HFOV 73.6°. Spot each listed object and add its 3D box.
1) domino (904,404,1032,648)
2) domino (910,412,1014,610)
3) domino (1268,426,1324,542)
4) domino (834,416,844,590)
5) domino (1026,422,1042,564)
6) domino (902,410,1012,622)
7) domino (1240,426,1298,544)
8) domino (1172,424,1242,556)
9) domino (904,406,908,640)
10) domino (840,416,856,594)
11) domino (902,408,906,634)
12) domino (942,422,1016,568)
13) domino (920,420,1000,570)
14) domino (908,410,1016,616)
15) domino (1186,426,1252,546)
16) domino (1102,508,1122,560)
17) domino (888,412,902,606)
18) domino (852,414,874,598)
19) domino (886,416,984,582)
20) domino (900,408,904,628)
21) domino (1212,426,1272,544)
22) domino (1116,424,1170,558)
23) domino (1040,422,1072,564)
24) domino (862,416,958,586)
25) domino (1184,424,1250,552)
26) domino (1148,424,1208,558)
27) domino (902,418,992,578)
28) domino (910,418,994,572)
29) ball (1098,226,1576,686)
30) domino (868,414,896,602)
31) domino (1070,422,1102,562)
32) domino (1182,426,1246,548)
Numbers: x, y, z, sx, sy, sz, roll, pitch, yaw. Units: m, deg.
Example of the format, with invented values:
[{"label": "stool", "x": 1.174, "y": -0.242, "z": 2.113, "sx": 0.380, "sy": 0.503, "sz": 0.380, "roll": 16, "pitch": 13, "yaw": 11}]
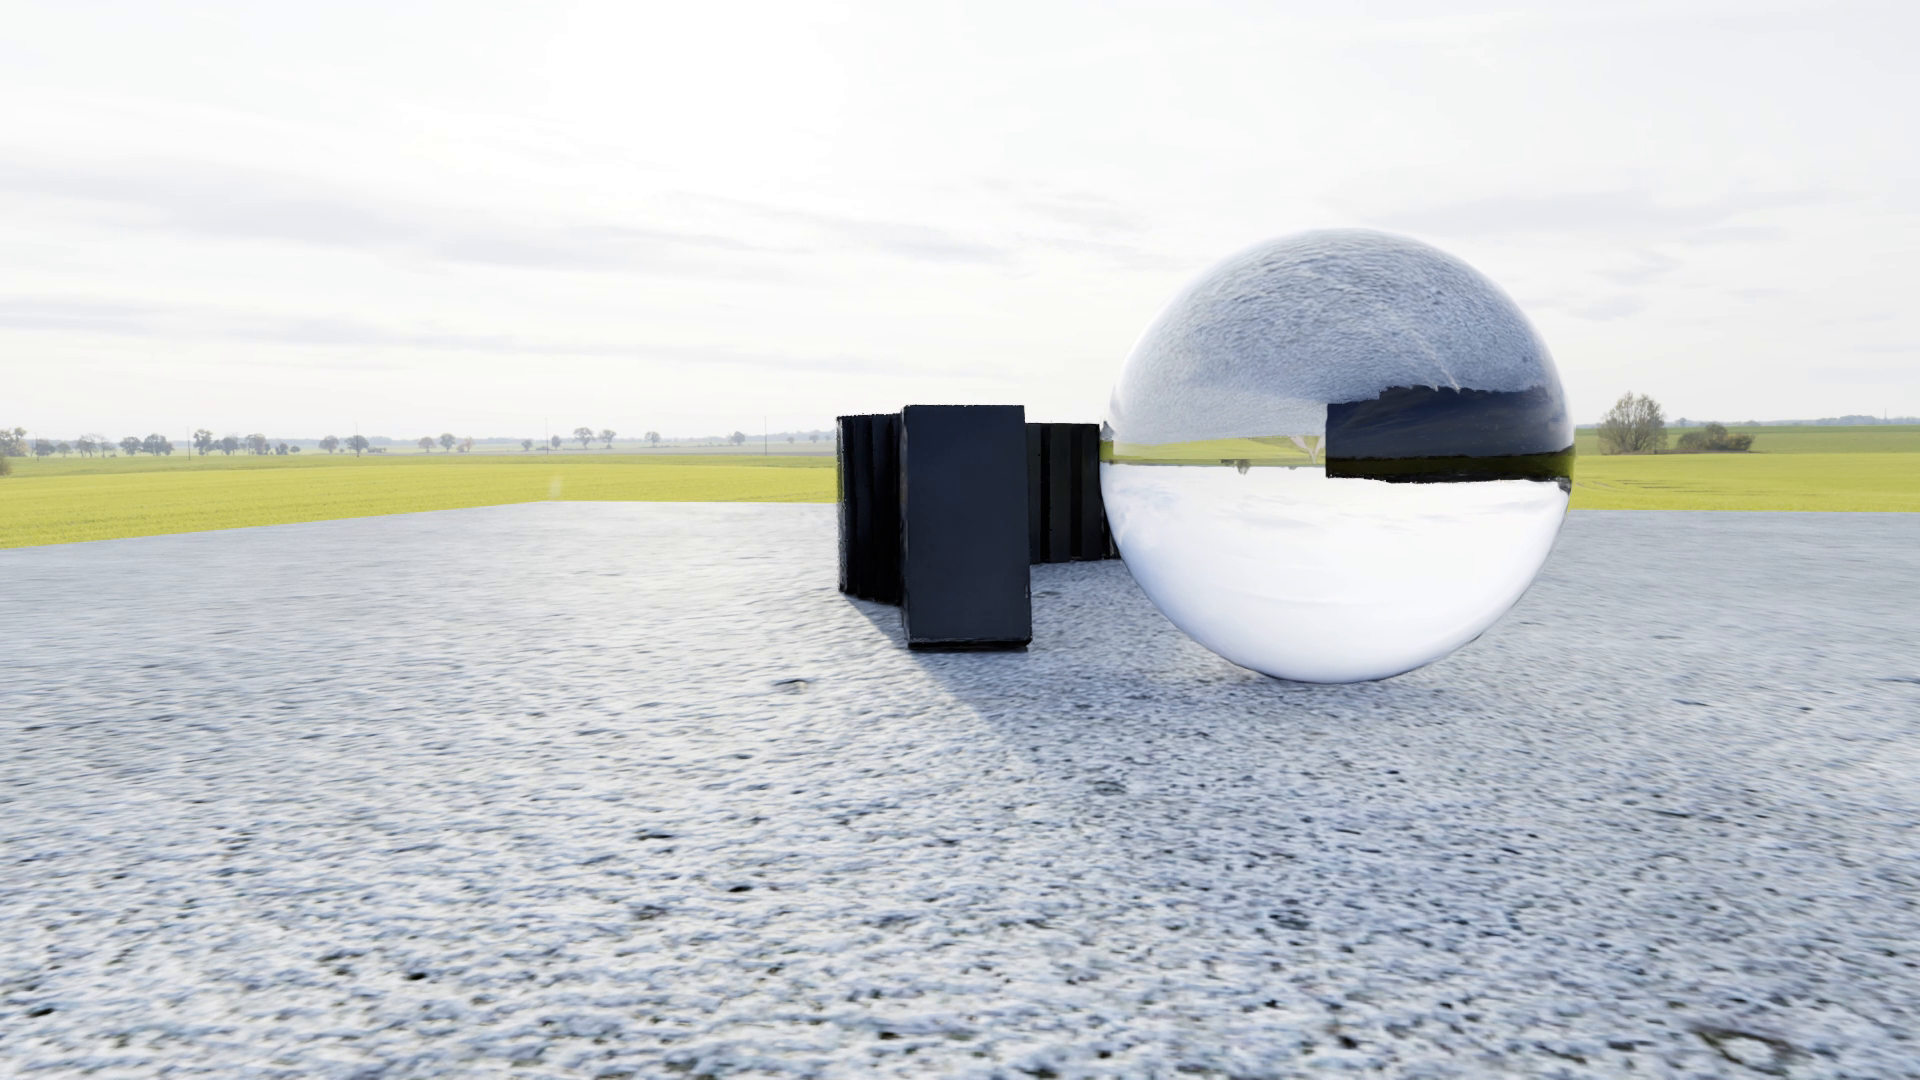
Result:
[{"label": "domino", "x": 0.001, "y": -0.003, "z": 0.269, "sx": 0.025, "sy": 0.050, "sz": 0.009, "roll": 0, "pitch": -11, "yaw": -4}, {"label": "domino", "x": 0.000, "y": -0.007, "z": 0.329, "sx": 0.025, "sy": 0.050, "sz": 0.009, "roll": 0, "pitch": -12, "yaw": -4}, {"label": "domino", "x": 0.148, "y": -0.025, "z": 0.567, "sx": 0.009, "sy": 0.050, "sz": 0.025, "roll": -2, "pitch": 5, "yaw": -25}, {"label": "domino", "x": -0.024, "y": -0.011, "z": 0.376, "sx": 0.025, "sy": 0.050, "sz": 0.010, "roll": -1, "pitch": -12, "yaw": -8}, {"label": "domino", "x": 0.017, "y": -0.017, "z": 0.459, "sx": 0.010, "sy": 0.050, "sz": 0.025, "roll": -4, "pitch": 6, "yaw": -41}, {"label": "domino", "x": -0.001, "y": -0.006, "z": 0.309, "sx": 0.025, "sy": 0.050, "sz": 0.010, "roll": 0, "pitch": -11, "yaw": -4}, {"label": "domino", "x": 0.135, "y": -0.024, "z": 0.560, "sx": 0.009, "sy": 0.050, "sz": 0.025, "roll": -2, "pitch": 5, "yaw": -26}, {"label": "domino", "x": 0.097, "y": -0.020, "z": 0.500, "sx": 0.025, "sy": 0.050, "sz": 0.010, "roll": 4, "pitch": 6, "yaw": 45}, {"label": "domino", "x": 0.001, "y": -0.004, "z": 0.279, "sx": 0.025, "sy": 0.050, "sz": 0.010, "roll": 0, "pitch": -11, "yaw": -4}, {"label": "domino", "x": -0.021, "y": -0.010, "z": 0.366, "sx": 0.025, "sy": 0.050, "sz": 0.009, "roll": -1, "pitch": -12, "yaw": -10}, {"label": "domino", "x": 0.000, "y": -0.004, "z": 0.289, "sx": 0.025, "sy": 0.050, "sz": 0.010, "roll": 0, "pitch": -11, "yaw": -4}, {"label": "domino", "x": 0.006, "y": -0.016, "z": 0.448, "sx": 0.025, "sy": 0.050, "sz": 0.010, "roll": 3, "pitch": 5, "yaw": 36}, {"label": "domino", "x": 0.000, "y": -0.015, "z": 0.435, "sx": 0.025, "sy": 0.050, "sz": 0.010, "roll": 1, "pitch": 3, "yaw": 15}, {"label": "domino", "x": 0.000, "y": -0.007, "z": 0.318, "sx": 0.025, "sy": 0.050, "sz": 0.009, "roll": 0, "pitch": -11, "yaw": -4}, {"label": "domino", "x": 0.110, "y": -0.023, "z": 0.543, "sx": 0.025, "sy": 0.050, "sz": 0.009, "roll": 3, "pitch": 5, "yaw": 37}, {"label": "domino", "x": 0.055, "y": -0.019, "z": 0.483, "sx": 0.009, "sy": 0.050, "sz": 0.025, "roll": -2, "pitch": 5, "yaw": -21}, {"label": "domino", "x": -0.005, "y": -0.008, "z": 0.339, "sx": 0.025, "sy": 0.050, "sz": 0.009, "roll": -1, "pitch": -12, "yaw": -10}, {"label": "domino", "x": -0.017, "y": -0.010, "z": 0.357, "sx": 0.025, "sy": 0.050, "sz": 0.009, "roll": -1, "pitch": -12, "yaw": -10}, {"label": "domino", "x": -0.008, "y": -0.013, "z": 0.398, "sx": 0.025, "sy": 0.050, "sz": 0.010, "roll": 1, "pitch": -11, "yaw": 17}, {"label": "domino", "x": -0.001, "y": -0.005, "z": 0.299, "sx": 0.025, "sy": 0.050, "sz": 0.010, "roll": 0, "pitch": -11, "yaw": -4}, {"label": "domino", "x": 0.121, "y": -0.024, "z": 0.553, "sx": 0.009, "sy": 0.050, "sz": 0.025, "roll": -3, "pitch": 5, "yaw": -32}, {"label": "domino", "x": 0.069, "y": -0.019, "z": 0.488, "sx": 0.010, "sy": 0.050, "sz": 0.025, "roll": -1, "pitch": 5, "yaw": -19}, {"label": "domino", "x": 0.029, "y": -0.018, "z": 0.468, "sx": 0.010, "sy": 0.050, "sz": 0.025, "roll": -3, "pitch": 5, "yaw": -34}, {"label": "domino", "x": -0.015, "y": -0.012, "z": 0.389, "sx": 0.025, "sy": 0.050, "sz": 0.009, "roll": 1, "pitch": -11, "yaw": 12}, {"label": "domino", "x": 0.103, "y": -0.021, "z": 0.515, "sx": 0.025, "sy": 0.050, "sz": 0.010, "roll": 1, "pitch": 4, "yaw": 14}, {"label": "domino", "x": 0.084, "y": -0.019, "z": 0.493, "sx": 0.009, "sy": 0.050, "sz": 0.025, "roll": -2, "pitch": 5, "yaw": -24}, {"label": "domino", "x": -0.004, "y": -0.014, "z": 0.409, "sx": 0.025, "sy": 0.050, "sz": 0.010, "roll": 1, "pitch": -8, "yaw": 12}, {"label": "domino", "x": -0.002, "y": -0.014, "z": 0.422, "sx": 0.025, "sy": 0.050, "sz": 0.009, "roll": 1, "pitch": -2, "yaw": 10}, {"label": "ball", "x": 0.065, "y": -0.015, "z": 0.227, "sx": 0.080, "sy": 0.080, "sz": 0.080, "roll": 0, "pitch": 4, "yaw": 0}, {"label": "domino", "x": -0.011, "y": -0.009, "z": 0.348, "sx": 0.025, "sy": 0.050, "sz": 0.009, "roll": -1, "pitch": -12, "yaw": -10}, {"label": "domino", "x": 0.041, "y": -0.018, "z": 0.476, "sx": 0.010, "sy": 0.050, "sz": 0.025, "roll": -3, "pitch": 5, "yaw": -31}, {"label": "domino", "x": 0.105, "y": -0.022, "z": 0.529, "sx": 0.025, "sy": 0.050, "sz": 0.009, "roll": 1, "pitch": 4, "yaw": 9}]
